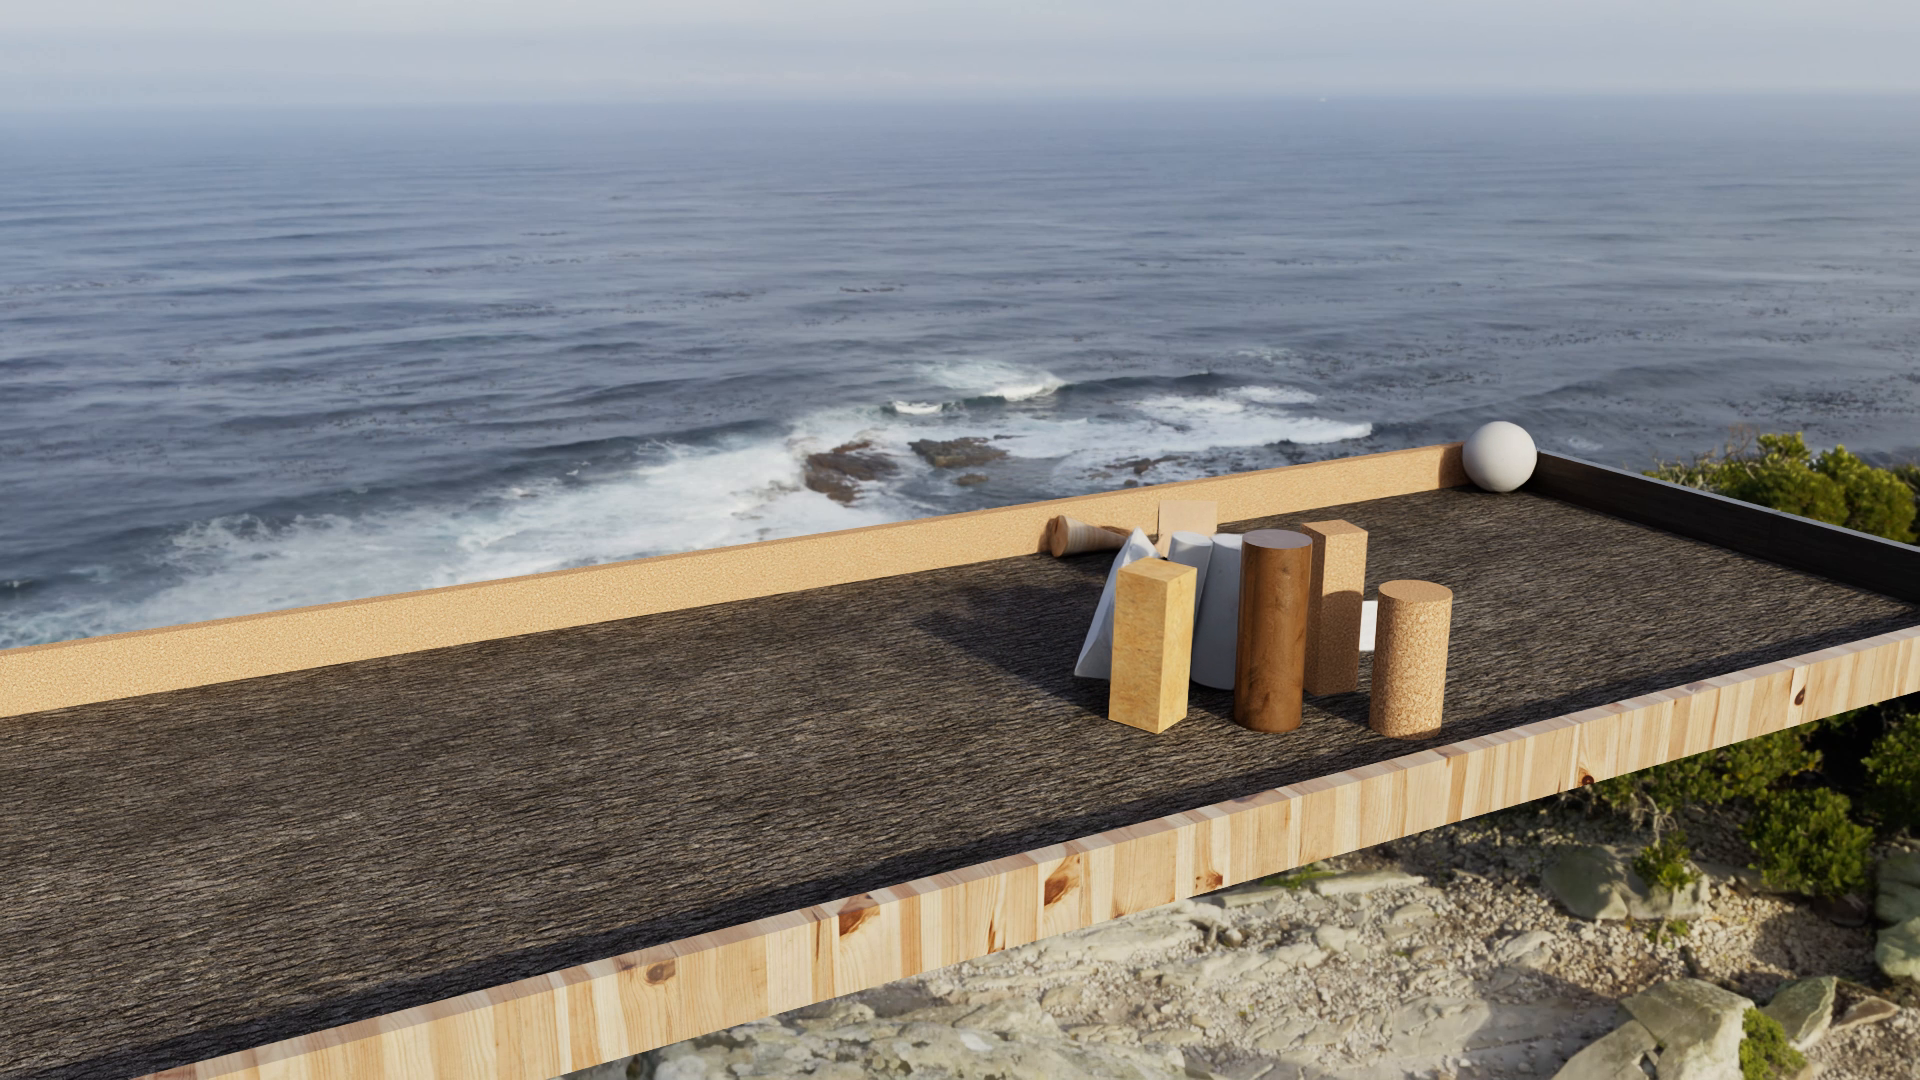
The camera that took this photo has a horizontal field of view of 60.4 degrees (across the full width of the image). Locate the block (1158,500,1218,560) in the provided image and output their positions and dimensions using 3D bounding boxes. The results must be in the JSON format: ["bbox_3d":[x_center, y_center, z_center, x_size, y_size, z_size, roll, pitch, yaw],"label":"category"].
[{"bbox_3d":[0.671,-0.018,4.903,0.163,0.163,0.396,2,-4,6],"label":"block"}]

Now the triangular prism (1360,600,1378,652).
[{"bbox_3d":[1.008,0.220,4.389,0.380,0.117,0.135,-2,17,-6],"label":"triangular prism"}]

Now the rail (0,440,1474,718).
[{"bbox_3d":[-3.305,0.497,3.399,12.000,0.150,0.050,-9,18,-27],"label":"rail"}]

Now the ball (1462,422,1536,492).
[{"bbox_3d":[1.926,-0.297,5.893,0.255,0.255,0.255,0,16,0],"label":"ball"}]

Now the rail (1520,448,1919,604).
[{"bbox_3d":[2.466,-0.048,5.253,0.050,0.150,2.100,-9,18,-27],"label":"rail"}]

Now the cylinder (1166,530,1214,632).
[{"bbox_3d":[0.537,0.172,4.080,0.102,0.378,0.102,9,19,-3],"label":"cylinder"}]

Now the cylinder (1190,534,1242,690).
[{"bbox_3d":[0.668,0.177,4.090,0.157,0.355,0.157,8,15,-2],"label":"cylinder"}]

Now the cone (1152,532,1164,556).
[{"bbox_3d":[0.473,0.127,4.301,0.153,0.153,0.428,7,49,24],"label":"cone"}]

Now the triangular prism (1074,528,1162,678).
[{"bbox_3d":[0.400,0.149,4.111,0.139,0.121,0.459,4,37,18],"label":"triangular prism"}]

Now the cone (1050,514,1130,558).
[{"bbox_3d":[0.466,0.004,5.223,0.339,0.133,0.133,6,13,-21],"label":"cone"}]

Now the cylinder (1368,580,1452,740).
[{"bbox_3d":[1.042,0.276,3.821,0.164,0.335,0.164,0,16,0],"label":"cylinder"}]

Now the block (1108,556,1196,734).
[{"bbox_3d":[0.449,0.244,3.855,0.134,0.373,0.134,14,21,35],"label":"block"}]

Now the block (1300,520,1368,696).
[{"bbox_3d":[0.908,0.167,4.060,0.115,0.410,0.115,-6,17,-19],"label":"block"}]

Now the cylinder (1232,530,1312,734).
[{"bbox_3d":[0.727,0.212,3.842,0.159,0.447,0.159,0,16,0],"label":"cylinder"}]

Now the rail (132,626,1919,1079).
[{"bbox_3d":[-2.336,1.006,1.665,12.000,0.150,0.050,-9,18,-27],"label":"rail"}]
